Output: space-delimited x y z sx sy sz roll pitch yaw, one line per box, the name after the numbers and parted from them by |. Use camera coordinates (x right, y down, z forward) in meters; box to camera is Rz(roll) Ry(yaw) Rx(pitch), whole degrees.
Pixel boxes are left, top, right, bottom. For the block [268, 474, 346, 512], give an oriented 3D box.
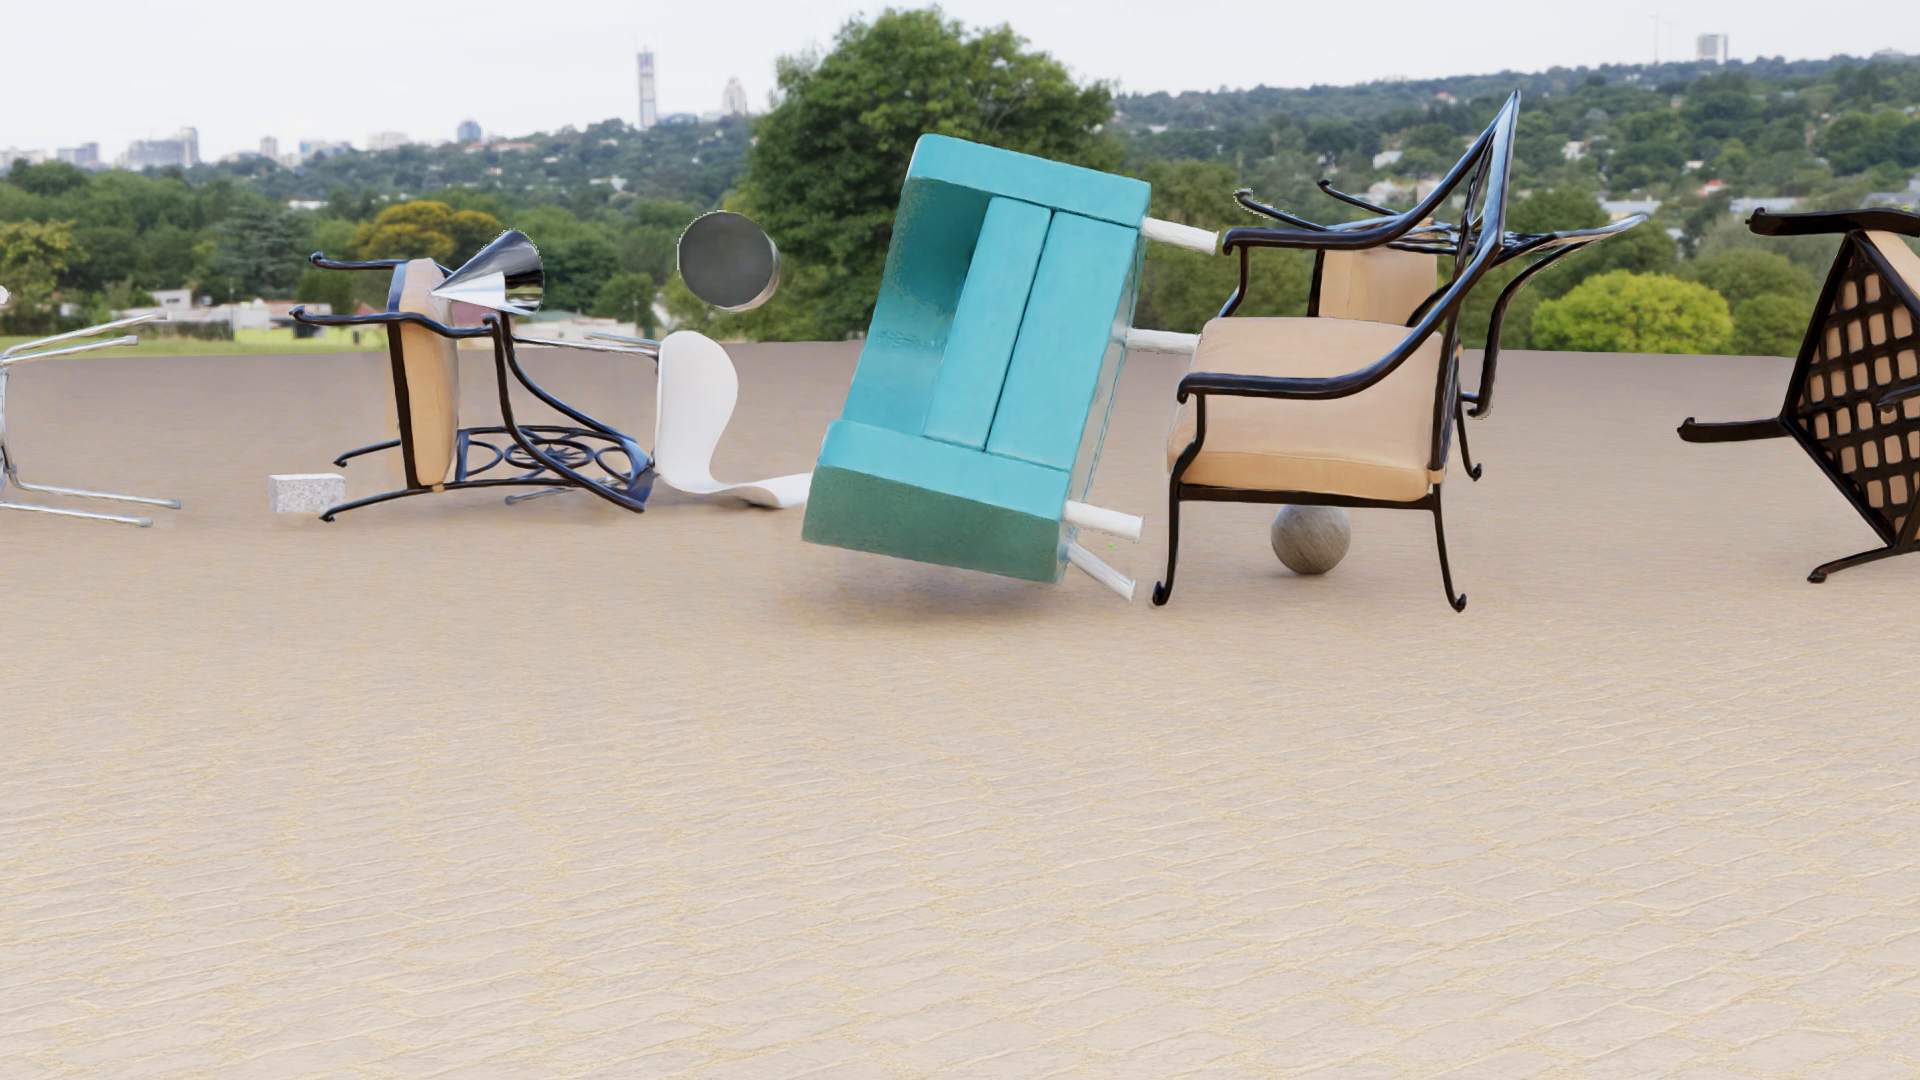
-1.847 -0.133 7.255 0.187 0.093 0.175 -2 6 -22 | block

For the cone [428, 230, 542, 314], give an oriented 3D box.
-1.257 -0.664 6.633 0.203 0.225 0.286 17 26 40 | cone

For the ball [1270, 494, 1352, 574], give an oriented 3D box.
0.774 -0.012 5.660 0.177 0.177 0.177 0 6 0 | ball

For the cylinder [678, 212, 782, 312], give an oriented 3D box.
-0.485 -0.587 5.436 0.201 0.192 0.223 40 3 -1 | cylinder
